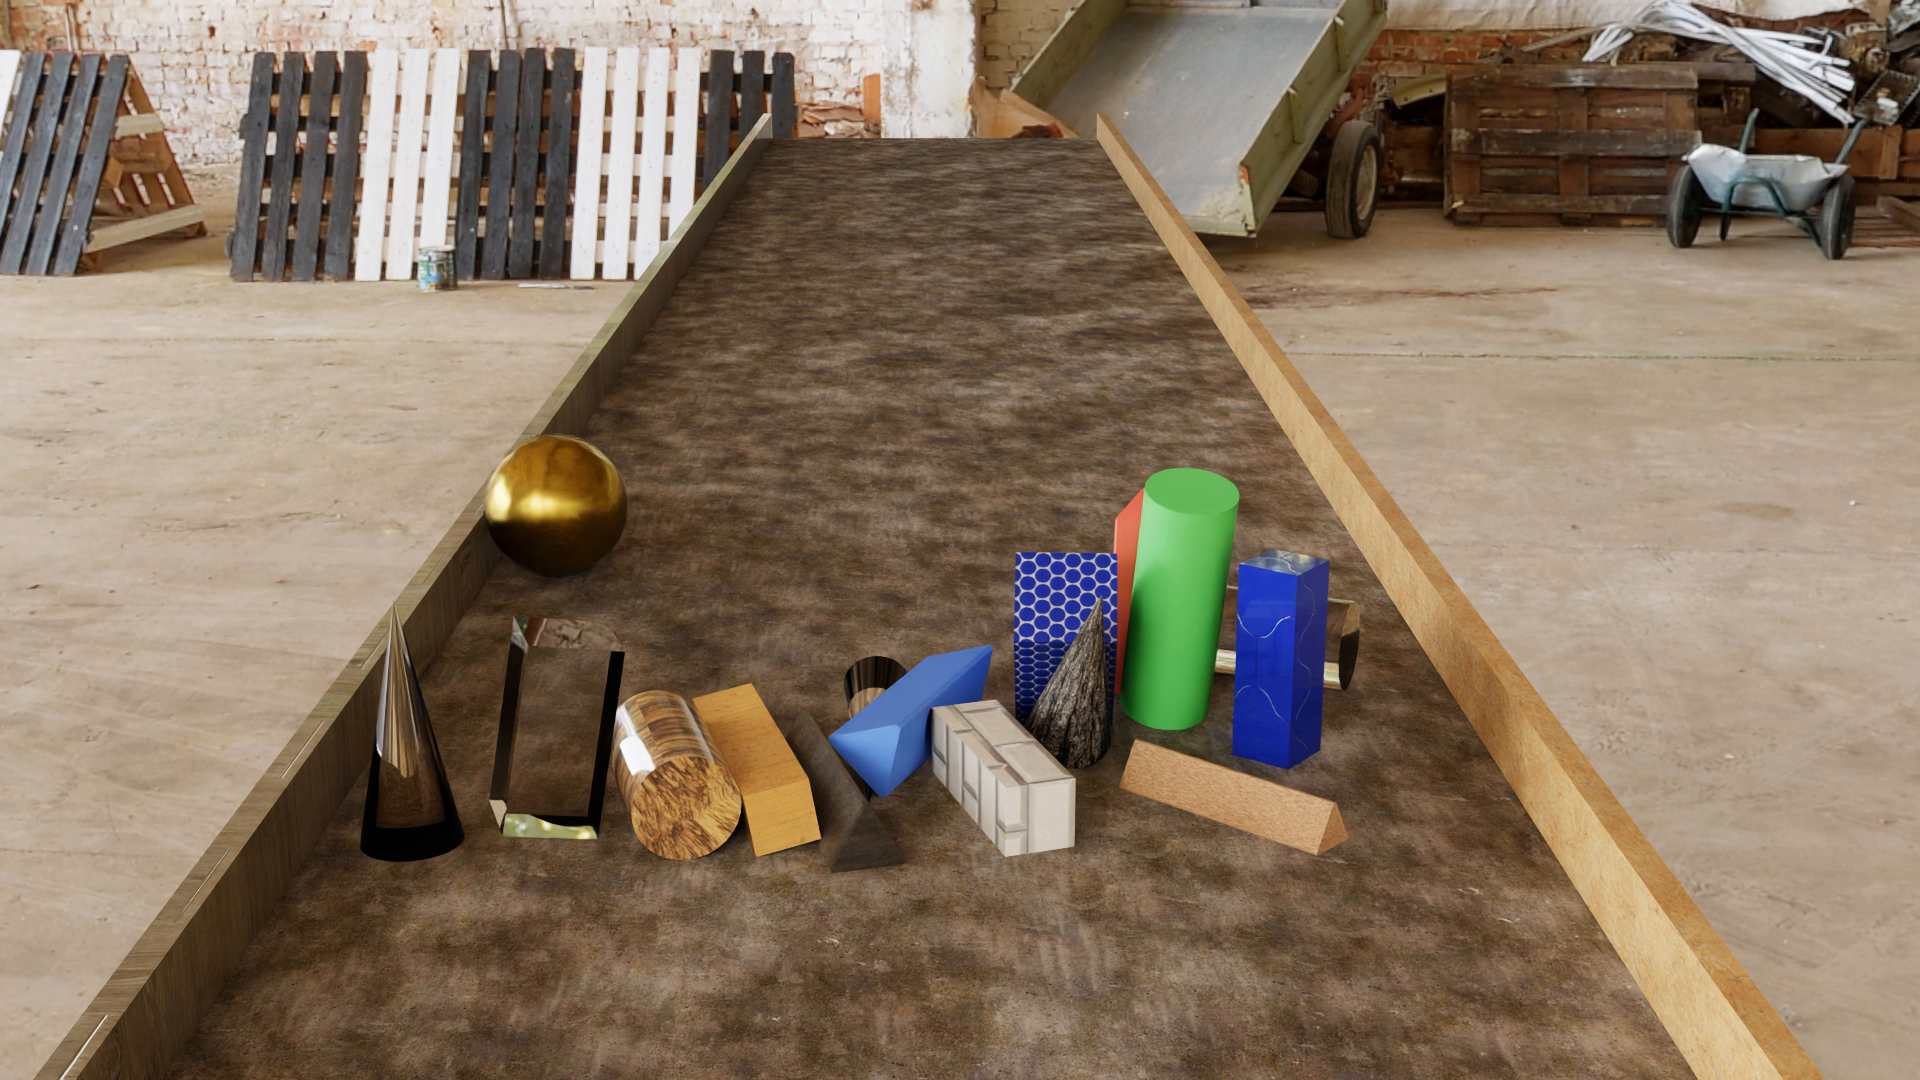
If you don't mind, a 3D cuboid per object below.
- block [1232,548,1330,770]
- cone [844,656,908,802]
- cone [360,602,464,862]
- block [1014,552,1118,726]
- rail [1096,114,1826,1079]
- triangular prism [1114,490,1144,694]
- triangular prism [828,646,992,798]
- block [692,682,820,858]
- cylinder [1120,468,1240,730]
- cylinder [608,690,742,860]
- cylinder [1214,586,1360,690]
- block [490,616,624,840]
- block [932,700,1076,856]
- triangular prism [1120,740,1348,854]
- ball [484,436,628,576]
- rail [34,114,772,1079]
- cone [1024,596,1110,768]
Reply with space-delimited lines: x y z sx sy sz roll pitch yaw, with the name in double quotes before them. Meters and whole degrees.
"block" 0.567 0.210 3.894 0.115 0.358 0.115 12 21 36
"cone" -0.154 0.359 3.910 0.126 0.126 0.407 0 25 0
"cone" -0.892 0.290 3.523 0.166 0.415 0.166 0 17 0
"block" 0.190 0.183 3.978 0.179 0.327 0.179 1 59 3
"rail" 0.932 -0.844 7.801 0.050 0.150 12.000 0 17 -1
"triangular prism" 0.345 0.099 4.169 0.124 0.398 0.107 0 33 -1
"triangular prism" -0.059 0.294 3.917 0.139 0.120 0.437 47 27 4
"block" -0.350 0.382 3.724 0.108 0.108 0.458 -14 20 -13
"cylinder" 0.396 0.110 4.003 0.168 0.459 0.168 3 31 -2
"cylinder" -0.478 0.383 3.629 0.176 0.176 0.313 -5 17 -16
"cylinder" 0.609 0.187 4.290 0.304 0.174 0.174 7 18 22
"block" -0.660 0.306 3.591 0.155 0.323 0.155 5 14 -21
"block" 0.068 0.394 3.693 0.119 0.119 0.377 -6 17 -18
"triangular prism" 0.453 0.419 3.675 0.406 0.077 0.088 15 22 41
"ball" -0.904 -0.076 4.927 0.316 0.316 0.316 0 17 0
"rail" -1.118 -0.838 7.780 0.050 0.150 12.000 0 17 -1
"cone" 0.214 0.217 3.782 0.155 0.384 0.155 4 48 -5
